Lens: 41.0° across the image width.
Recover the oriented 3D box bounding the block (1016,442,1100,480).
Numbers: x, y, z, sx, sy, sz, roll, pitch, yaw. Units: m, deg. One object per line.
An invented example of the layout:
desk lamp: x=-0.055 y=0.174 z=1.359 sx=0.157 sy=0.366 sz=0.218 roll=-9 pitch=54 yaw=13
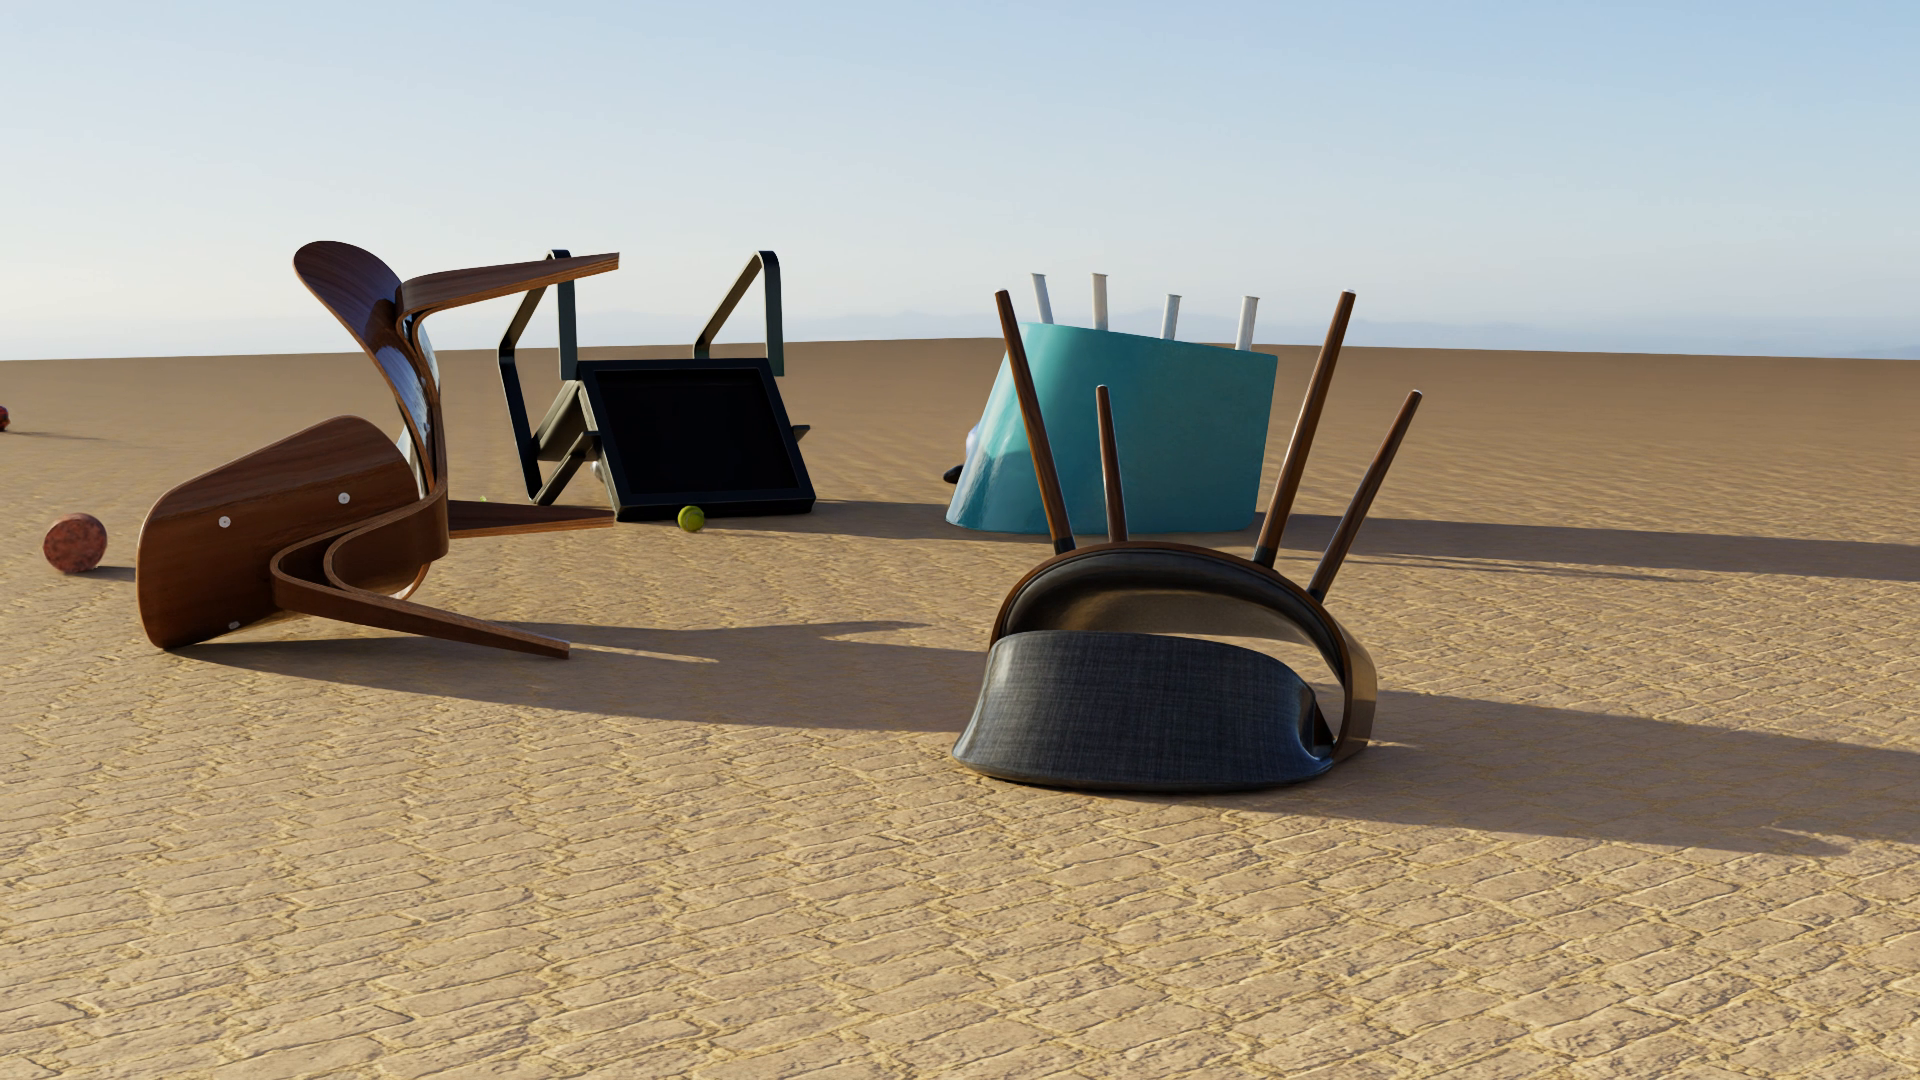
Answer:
block: x=0.322 y=-0.258 z=8.410 sx=0.224 sy=0.105 sz=0.236 roll=2 pitch=6 yaw=18

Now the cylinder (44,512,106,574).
cylinder: x=-1.990 y=0.005 z=5.773 sx=0.131 sy=0.120 sz=0.164 roll=-14 pitch=10 yaw=-16

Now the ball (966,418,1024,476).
ball: x=0.114 y=-0.305 z=8.437 sx=0.192 sy=0.192 sz=0.192 roll=0 pitch=6 yaw=0
